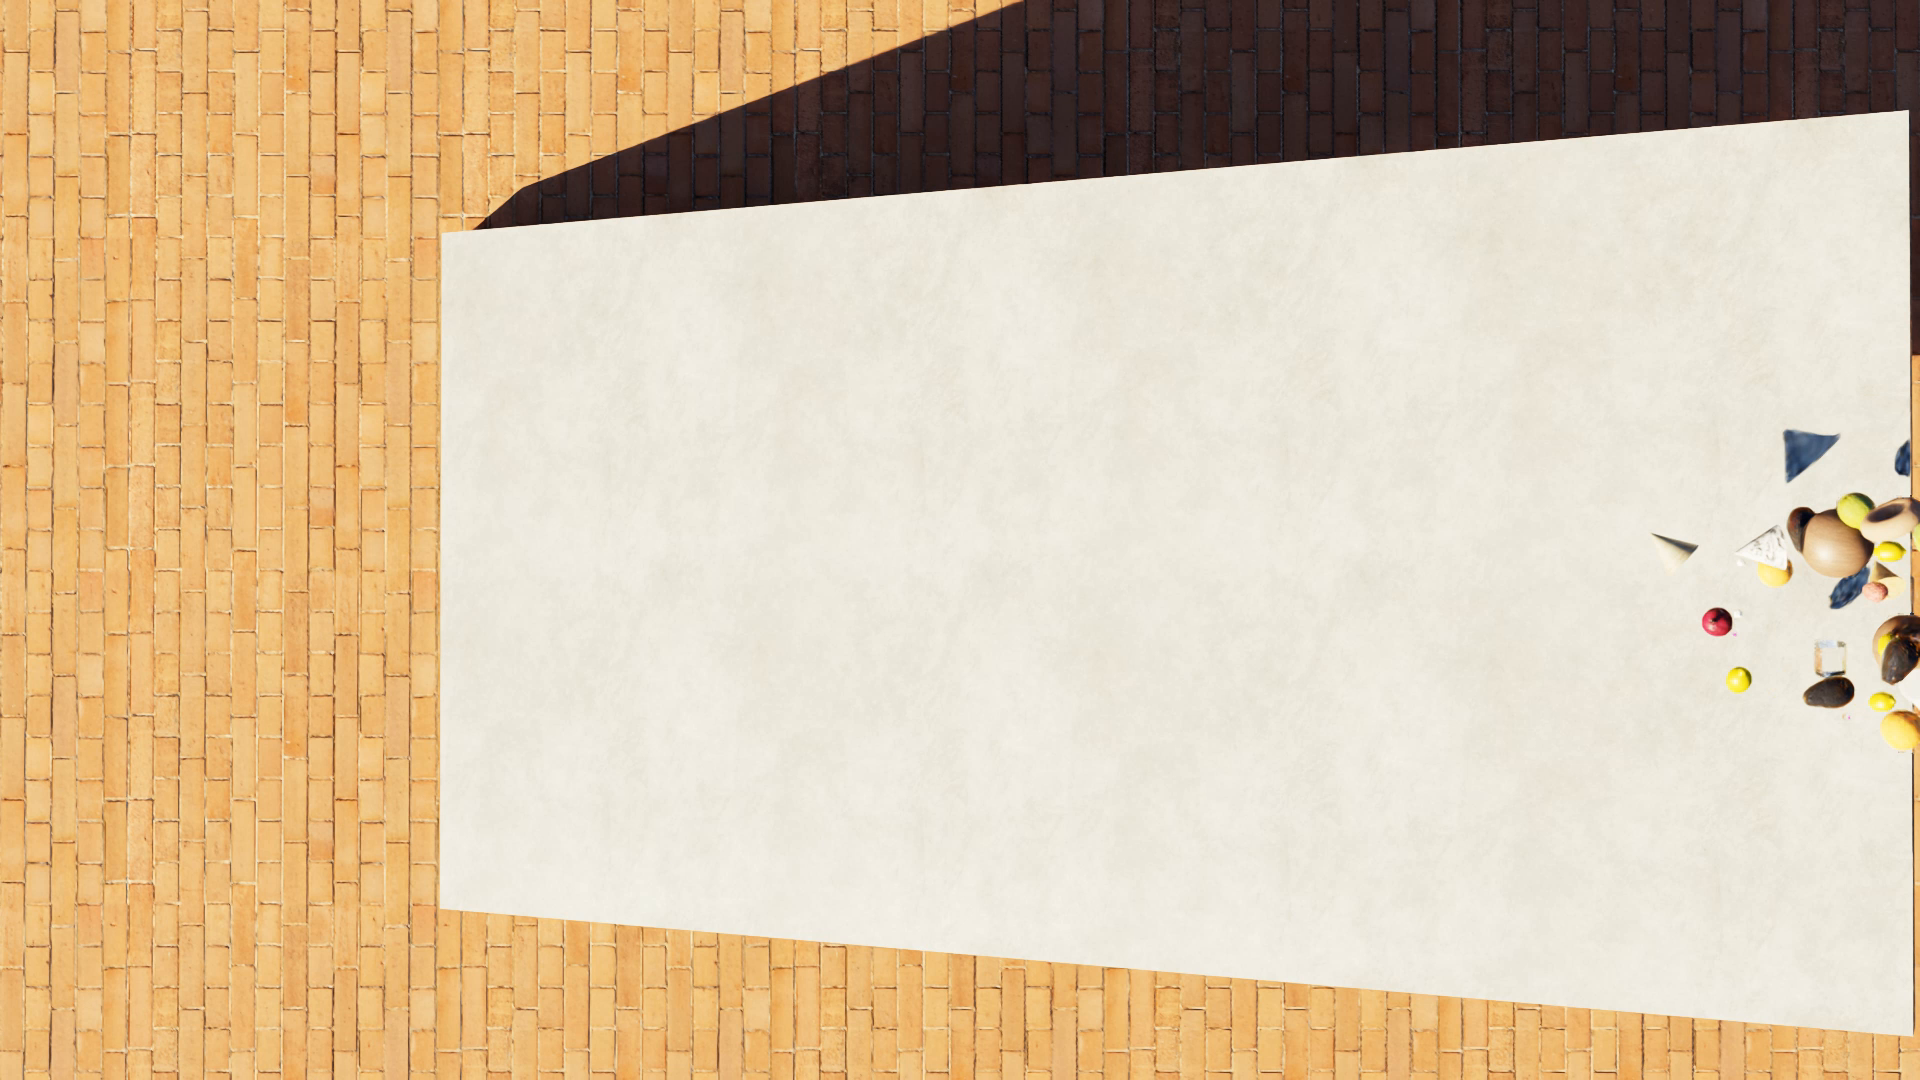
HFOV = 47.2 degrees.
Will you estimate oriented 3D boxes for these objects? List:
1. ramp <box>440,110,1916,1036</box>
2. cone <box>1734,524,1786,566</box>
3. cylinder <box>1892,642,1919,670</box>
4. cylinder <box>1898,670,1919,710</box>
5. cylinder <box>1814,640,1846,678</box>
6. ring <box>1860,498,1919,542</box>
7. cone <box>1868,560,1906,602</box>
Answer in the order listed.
[{"bbox_3d":[0.280,0.080,5.675,4.000,0.100,2.000,0,89,26],"label":"ramp"},{"bbox_3d":[1.487,0.019,4.103,0.086,0.086,0.086,-16,89,18],"label":"cone"},{"bbox_3d":[1.733,0.210,3.997,0.052,0.052,0.052,0,89,-25],"label":"cylinder"},{"bbox_3d":[1.916,0.293,4.326,0.097,0.097,0.097,35,89,-29],"label":"cylinder"},{"bbox_3d":[1.744,0.238,4.407,0.060,0.060,0.060,-7,105,0],"label":"cylinder"},{"bbox_3d":[1.618,-0.035,3.814,0.111,0.111,0.037,-29,106,0],"label":"ring"},{"bbox_3d":[1.821,0.068,4.346,0.075,0.075,0.075,-2,50,0],"label":"cone"}]
